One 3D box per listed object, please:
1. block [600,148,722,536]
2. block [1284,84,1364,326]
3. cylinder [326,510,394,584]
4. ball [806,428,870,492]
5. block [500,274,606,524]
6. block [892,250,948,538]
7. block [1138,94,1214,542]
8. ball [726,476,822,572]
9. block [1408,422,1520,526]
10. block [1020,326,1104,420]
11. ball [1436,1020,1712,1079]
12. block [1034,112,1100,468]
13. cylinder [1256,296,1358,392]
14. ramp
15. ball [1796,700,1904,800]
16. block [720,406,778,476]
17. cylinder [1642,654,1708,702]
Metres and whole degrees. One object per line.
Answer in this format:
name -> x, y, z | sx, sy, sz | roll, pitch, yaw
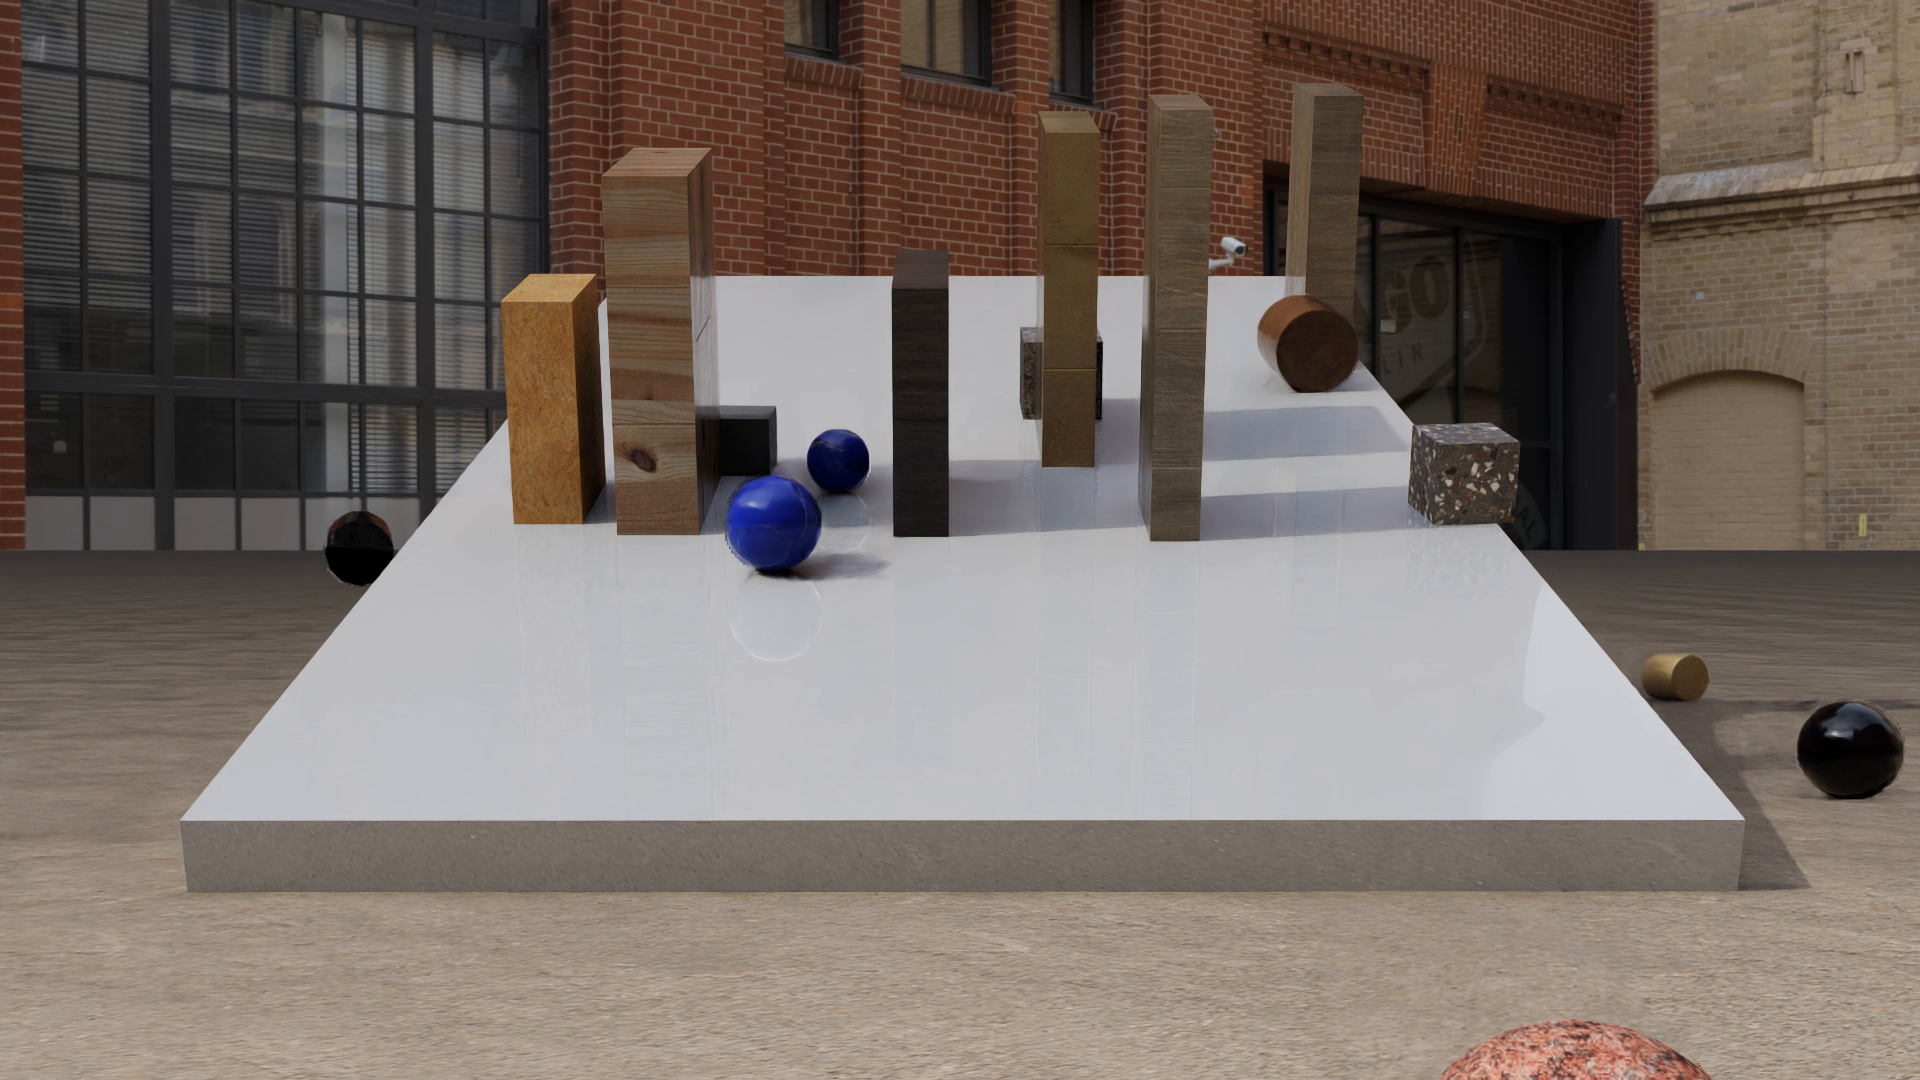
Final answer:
block -> -0.552, -0.381, 4.157 | 0.149, 0.652, 0.419 | 0, 17, 0
block -> 0.891, -0.777, 5.468 | 0.117, 0.659, 0.330 | 0, 17, 0
cylinder -> -1.162, 0.015, 4.293 | 0.125, 0.125, 0.125 | 0, 9, -15
ball -> -0.237, -0.155, 4.322 | 0.125, 0.125, 0.125 | 0, 0, 0
block -> -0.765, -0.271, 4.196 | 0.128, 0.418, 0.290 | 0, 17, 0
block -> -0.072, -0.285, 4.177 | 0.101, 0.457, 0.421 | 0, 17, 0
block -> 0.389, -0.406, 4.038 | 0.090, 0.771, 0.277 | 0, 17, 0
ball -> -0.321, -0.029, 3.829 | 0.166, 0.166, 0.166 | 0, 0, 0
block -> 0.948, -0.126, 4.178 | 0.154, 0.154, 0.154 | -2, 17, -7
block -> 0.225, -0.376, 4.972 | 0.174, 0.174, 0.174 | 0, 17, -1
ball -> 0.329, 0.353, 1.174 | 0.195, 0.195, 0.195 | 0, 0, 0
block -> 0.220, -0.530, 4.619 | 0.107, 0.674, 0.412 | 0, 17, 0
cylinder -> 0.818, -0.464, 5.234 | 0.195, 0.195, 0.195 | 0, 17, -6
ramp -> -0.003, -0.170, 4.762 | 2.000, 0.100, 4.000 | 0, 17, 0
ball -> 1.558, 0.368, 3.883 | 0.174, 0.174, 0.174 | 0, 0, 0
block -> -0.436, -0.202, 4.489 | 0.117, 0.117, 0.117 | 1, 17, 3
cylinder -> 2.047, 0.394, 6.348 | 0.129, 0.129, 0.129 | 0, 0, -22
